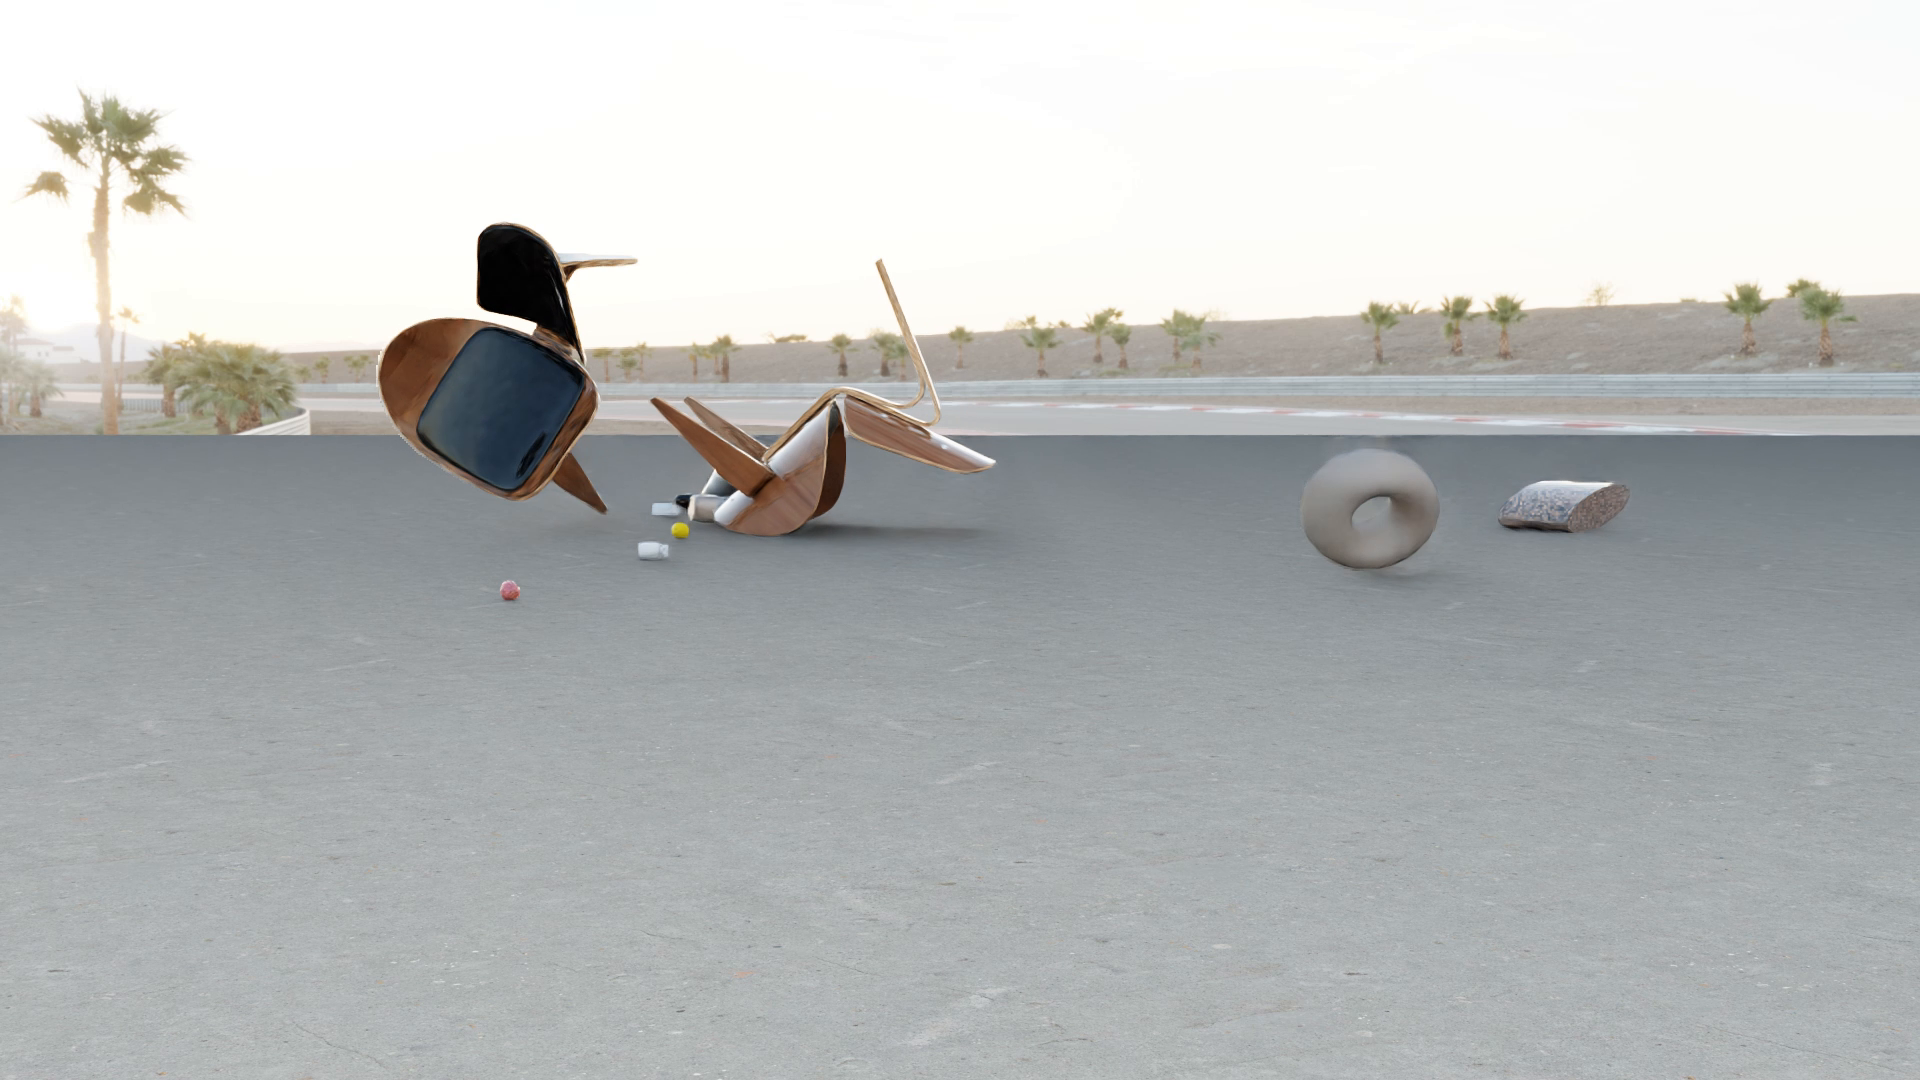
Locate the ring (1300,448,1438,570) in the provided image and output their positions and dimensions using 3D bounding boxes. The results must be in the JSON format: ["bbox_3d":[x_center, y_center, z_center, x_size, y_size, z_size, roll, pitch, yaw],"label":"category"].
[{"bbox_3d":[0.985,-0.074,5.279,0.419,0.314,0.122,25,24,-40],"label":"ring"}]

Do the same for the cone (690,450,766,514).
[{"bbox_3d":[-0.874,-0.156,7.963,0.234,0.267,0.312,-30,15,1],"label":"cone"}]

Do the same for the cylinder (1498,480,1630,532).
[{"bbox_3d":[1.929,-0.108,7.032,0.284,0.113,0.310,-26,16,-25],"label":"cylinder"}]
